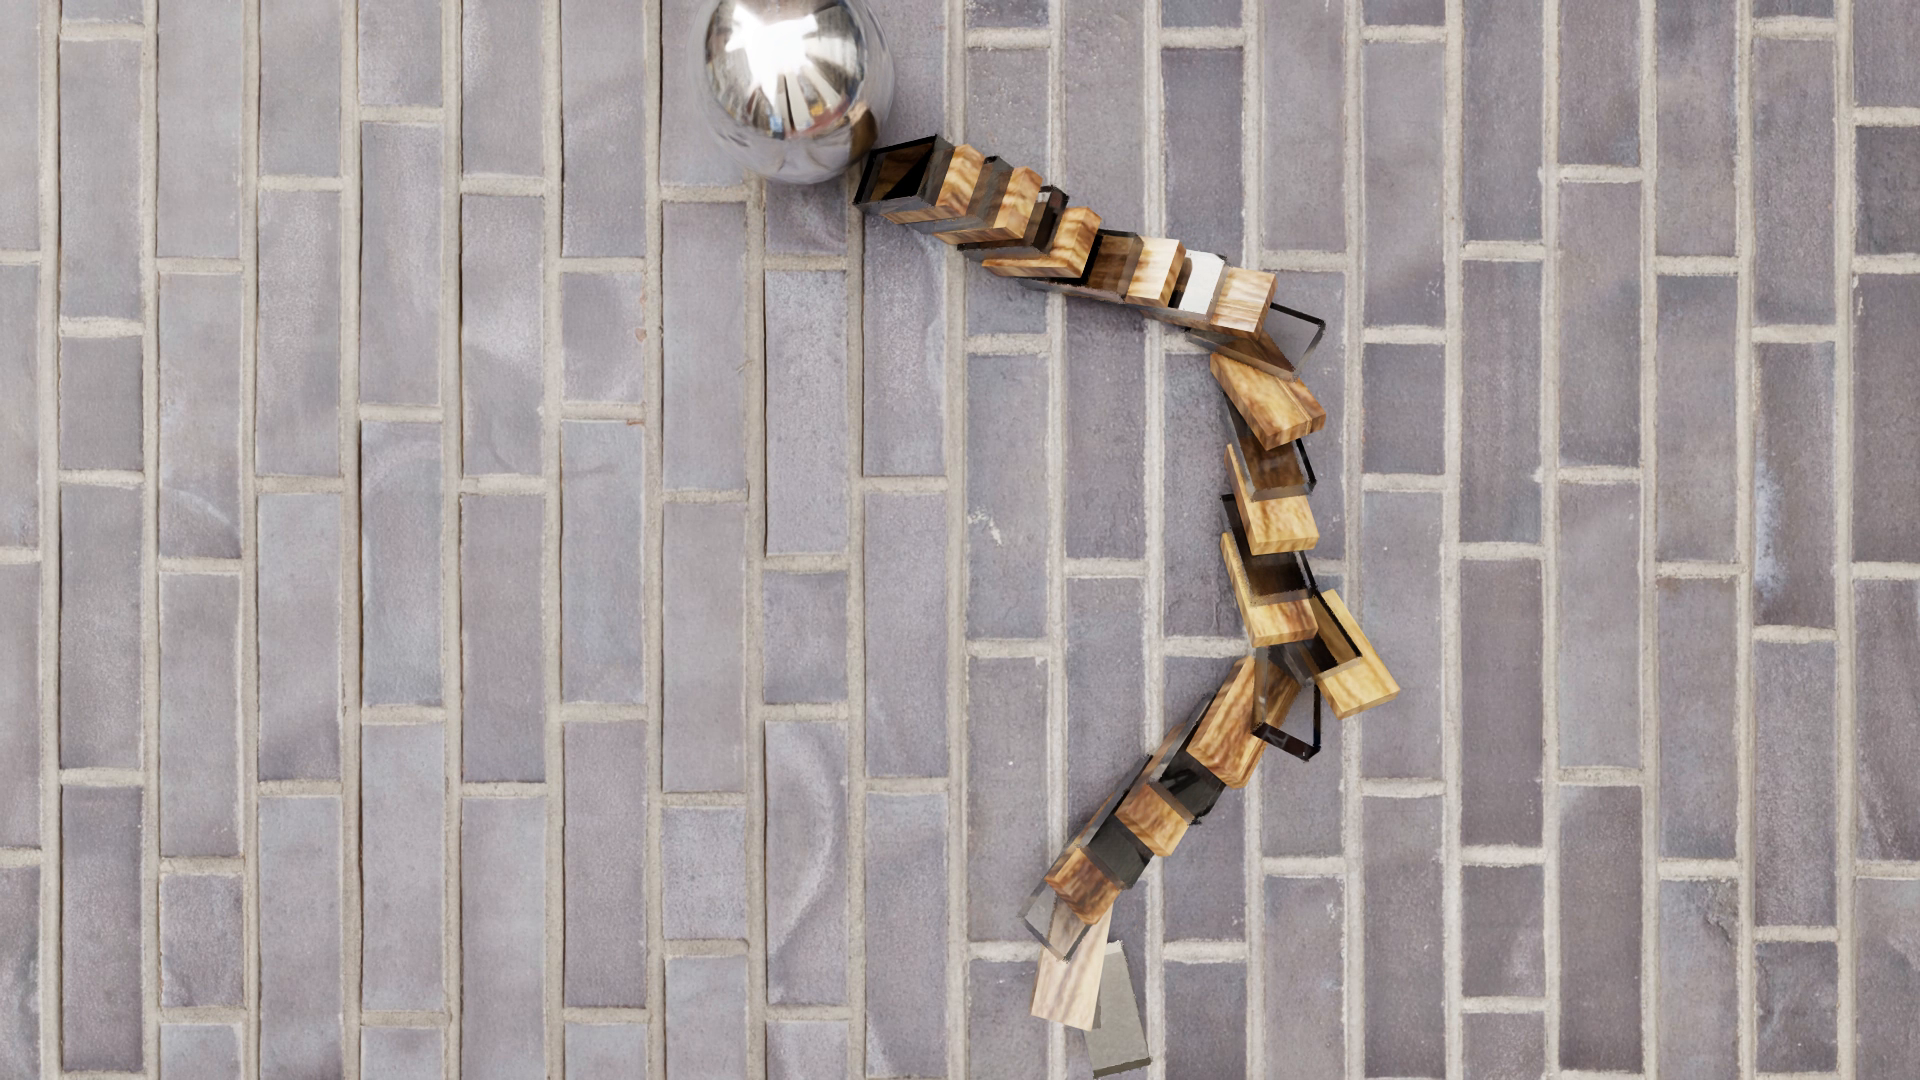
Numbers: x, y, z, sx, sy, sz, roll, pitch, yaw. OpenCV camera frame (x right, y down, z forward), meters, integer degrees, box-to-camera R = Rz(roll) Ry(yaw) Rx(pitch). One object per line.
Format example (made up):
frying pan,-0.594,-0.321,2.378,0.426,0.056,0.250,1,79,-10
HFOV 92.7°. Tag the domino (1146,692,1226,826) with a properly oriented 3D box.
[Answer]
domino,0.102,0.091,0.383,0.025,0.010,0.050,44,61,0

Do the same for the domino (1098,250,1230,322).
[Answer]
domino,0.084,-0.109,0.384,0.050,0.010,0.025,20,90,28

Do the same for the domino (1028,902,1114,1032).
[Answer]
domino,0.047,0.175,0.385,0.025,0.010,0.050,15,66,2

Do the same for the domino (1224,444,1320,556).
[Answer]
domino,0.129,-0.019,0.382,0.025,0.009,0.050,-6,57,1

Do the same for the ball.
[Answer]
ball,-0.066,-0.182,0.360,0.080,0.080,0.080,0,90,0

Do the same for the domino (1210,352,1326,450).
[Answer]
domino,0.127,-0.062,0.382,0.025,0.010,0.050,-21,55,0

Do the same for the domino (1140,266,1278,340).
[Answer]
domino,0.104,-0.102,0.384,0.050,0.010,0.025,20,89,28

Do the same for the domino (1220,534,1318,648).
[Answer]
domino,0.128,0.019,0.382,0.025,0.009,0.050,-9,57,2

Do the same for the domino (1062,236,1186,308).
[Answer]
domino,0.066,-0.114,0.382,0.050,0.009,0.025,19,90,34

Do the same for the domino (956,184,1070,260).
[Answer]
domino,0.021,-0.130,0.378,0.009,0.050,0.025,19,90,-39

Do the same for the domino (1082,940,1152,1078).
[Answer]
domino,0.064,0.202,0.395,0.025,0.009,0.050,-14,90,0

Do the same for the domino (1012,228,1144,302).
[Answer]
domino,0.049,-0.117,0.382,0.050,0.010,0.025,19,90,34

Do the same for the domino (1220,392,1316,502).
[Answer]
domino,0.128,-0.041,0.384,0.025,0.010,0.050,-8,61,0

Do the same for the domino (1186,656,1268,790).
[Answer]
domino,0.118,0.076,0.384,0.025,0.010,0.050,40,61,0

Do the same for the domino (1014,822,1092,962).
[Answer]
domino,0.048,0.146,0.384,0.025,0.010,0.050,45,61,0

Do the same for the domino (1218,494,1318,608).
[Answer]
domino,0.127,0.002,0.381,0.025,0.010,0.050,-9,57,2

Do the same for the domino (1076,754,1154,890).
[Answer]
domino,0.074,0.117,0.383,0.025,0.010,0.050,45,60,0

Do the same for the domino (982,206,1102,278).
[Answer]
domino,0.033,-0.123,0.378,0.009,0.050,0.025,19,90,-43

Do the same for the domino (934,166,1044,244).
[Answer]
domino,0.010,-0.137,0.378,0.010,0.050,0.025,19,90,-39

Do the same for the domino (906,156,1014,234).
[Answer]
domino,-0.001,-0.141,0.378,0.010,0.050,0.025,19,90,-39

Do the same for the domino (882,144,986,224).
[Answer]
domino,-0.012,-0.146,0.378,0.009,0.050,0.025,19,90,-39

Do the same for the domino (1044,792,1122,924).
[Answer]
domino,0.061,0.132,0.383,0.025,0.010,0.050,47,61,2

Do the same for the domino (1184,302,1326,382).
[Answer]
domino,0.123,-0.087,0.383,0.050,0.009,0.025,31,87,29

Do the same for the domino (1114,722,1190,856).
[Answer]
domino,0.089,0.104,0.384,0.025,0.010,0.050,44,61,0

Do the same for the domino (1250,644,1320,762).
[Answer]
domino,0.135,0.064,0.378,0.025,0.050,0.009,27,134,-3

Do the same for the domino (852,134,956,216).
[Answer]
domino,-0.024,-0.149,0.378,0.009,0.050,0.025,20,90,-39

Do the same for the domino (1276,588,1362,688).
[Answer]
domino,0.141,0.034,0.382,0.025,0.009,0.050,-23,57,-2

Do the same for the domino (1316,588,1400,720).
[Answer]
domino,0.157,0.047,0.382,0.025,0.010,0.050,-21,57,-2
